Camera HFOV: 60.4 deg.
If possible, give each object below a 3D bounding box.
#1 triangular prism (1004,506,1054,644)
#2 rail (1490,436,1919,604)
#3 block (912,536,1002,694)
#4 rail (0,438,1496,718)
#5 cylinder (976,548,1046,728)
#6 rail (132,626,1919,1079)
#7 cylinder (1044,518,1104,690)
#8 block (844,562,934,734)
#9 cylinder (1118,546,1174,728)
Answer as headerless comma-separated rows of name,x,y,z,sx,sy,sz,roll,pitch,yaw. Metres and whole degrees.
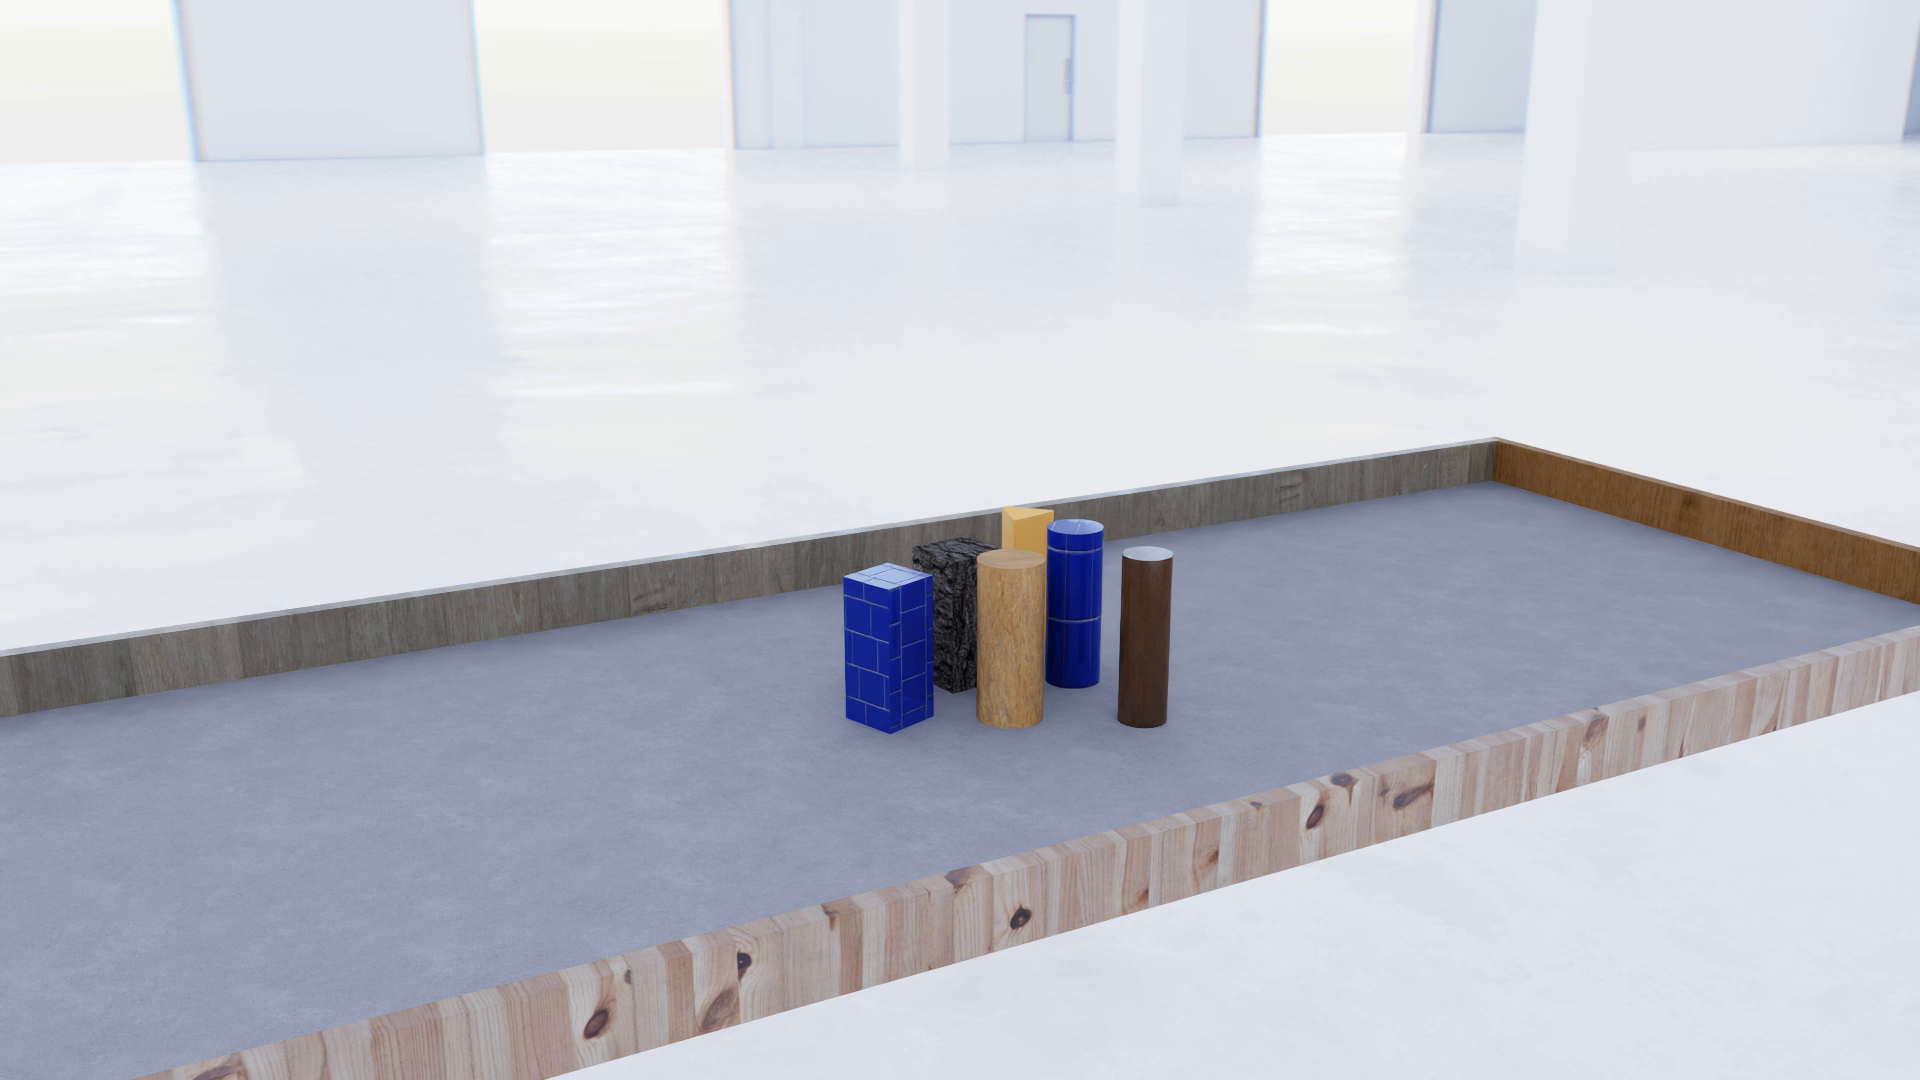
triangular prism,0.154,0.098,4.375,0.138,0.364,0.119,-14,21,-39
rail,2.466,-0.048,5.253,0.050,0.150,2.100,-9,18,-27
block,-0.001,0.184,4.128,0.167,0.338,0.167,-12,20,-35
rail,-3.305,0.497,3.399,12.000,0.150,0.050,-9,18,-27
cylinder,0.119,0.231,3.875,0.159,0.391,0.159,0,16,0
rail,-2.336,1.006,1.665,12.000,0.150,0.050,-9,18,-27
cylinder,0.283,0.159,4.106,0.140,0.399,0.140,0,16,0
block,-0.167,0.252,3.872,0.147,0.352,0.147,14,22,40
cylinder,0.432,0.227,3.854,0.117,0.410,0.117,0,16,0
